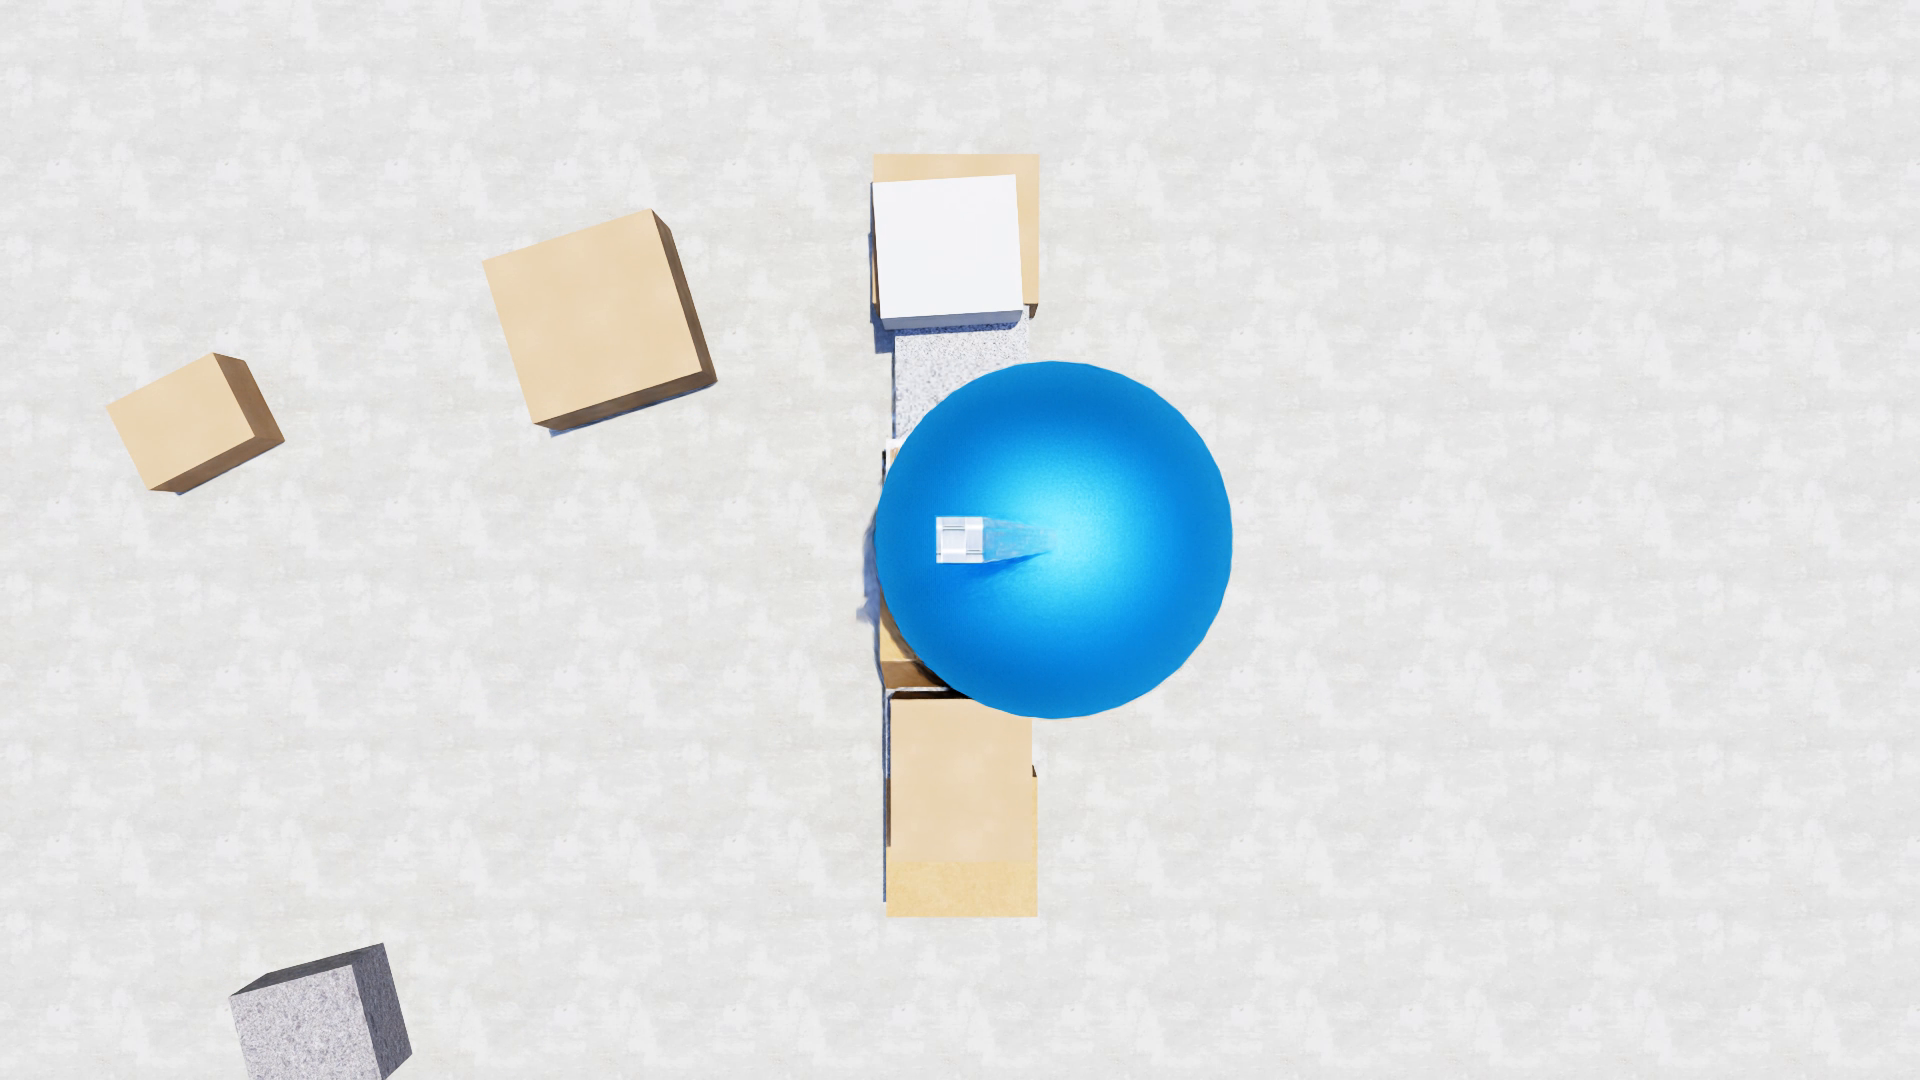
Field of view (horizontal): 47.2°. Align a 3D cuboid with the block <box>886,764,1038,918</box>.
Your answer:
[{"bbox_3d":[0.011,1.719,12.651,0.845,0.698,0.783,0,90,0],"label":"block"}]

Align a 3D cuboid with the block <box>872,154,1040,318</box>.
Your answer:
[{"bbox_3d":[-0.022,-1.731,12.610,0.923,0.780,0.829,0,90,0],"label":"block"}]

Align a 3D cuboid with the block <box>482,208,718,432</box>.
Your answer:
[{"bbox_3d":[-2.038,-1.240,12.584,0.982,0.833,0.945,-17,90,0],"label":"block"}]

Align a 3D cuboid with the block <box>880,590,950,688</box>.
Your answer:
[{"bbox_3d":[0.006,0.315,11.816,0.844,0.712,0.823,-1,75,0],"label":"block"}]

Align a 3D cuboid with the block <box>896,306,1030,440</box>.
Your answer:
[{"bbox_3d":[0.012,-0.937,12.654,0.748,0.691,0.756,0,90,0],"label":"block"}]

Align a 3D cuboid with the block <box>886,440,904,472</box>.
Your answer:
[{"bbox_3d":[-0.024,-0.105,12.634,0.788,0.732,0.906,0,90,0],"label":"block"}]

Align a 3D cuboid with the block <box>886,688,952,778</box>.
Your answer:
[{"bbox_3d":[-0.015,0.865,12.580,0.788,0.839,0.906,0,90,0],"label":"block"}]

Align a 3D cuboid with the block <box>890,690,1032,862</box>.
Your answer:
[{"bbox_3d":[0.008,1.255,11.812,0.736,0.697,0.844,0,90,0],"label":"block"}]

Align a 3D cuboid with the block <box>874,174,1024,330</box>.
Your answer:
[{"bbox_3d":[-0.062,-1.545,11.895,0.750,0.650,0.712,-3,90,0],"label":"block"}]

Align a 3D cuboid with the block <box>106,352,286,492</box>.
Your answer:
[{"bbox_3d":[-4.409,-0.671,12.714,0.678,0.571,0.534,-27,90,0],"label":"block"}]

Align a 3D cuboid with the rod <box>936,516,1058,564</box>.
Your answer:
[{"bbox_3d":[0.181,0.000,6.405,0.080,5.200,0.080,0,90,4],"label":"rod"}]

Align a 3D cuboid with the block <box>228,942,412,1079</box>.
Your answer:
[{"bbox_3d":[-3.667,2.799,12.657,0.716,0.687,0.683,-15,90,0],"label":"block"}]

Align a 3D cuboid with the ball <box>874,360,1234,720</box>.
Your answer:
[{"bbox_3d":[0.417,0.000,9.797,1.600,1.600,1.600,0,90,0],"label":"ball"}]

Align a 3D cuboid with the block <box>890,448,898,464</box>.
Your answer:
[{"bbox_3d":[-0.048,-0.124,11.243,0.593,0.624,0.542,-1,75,0],"label":"block"}]
